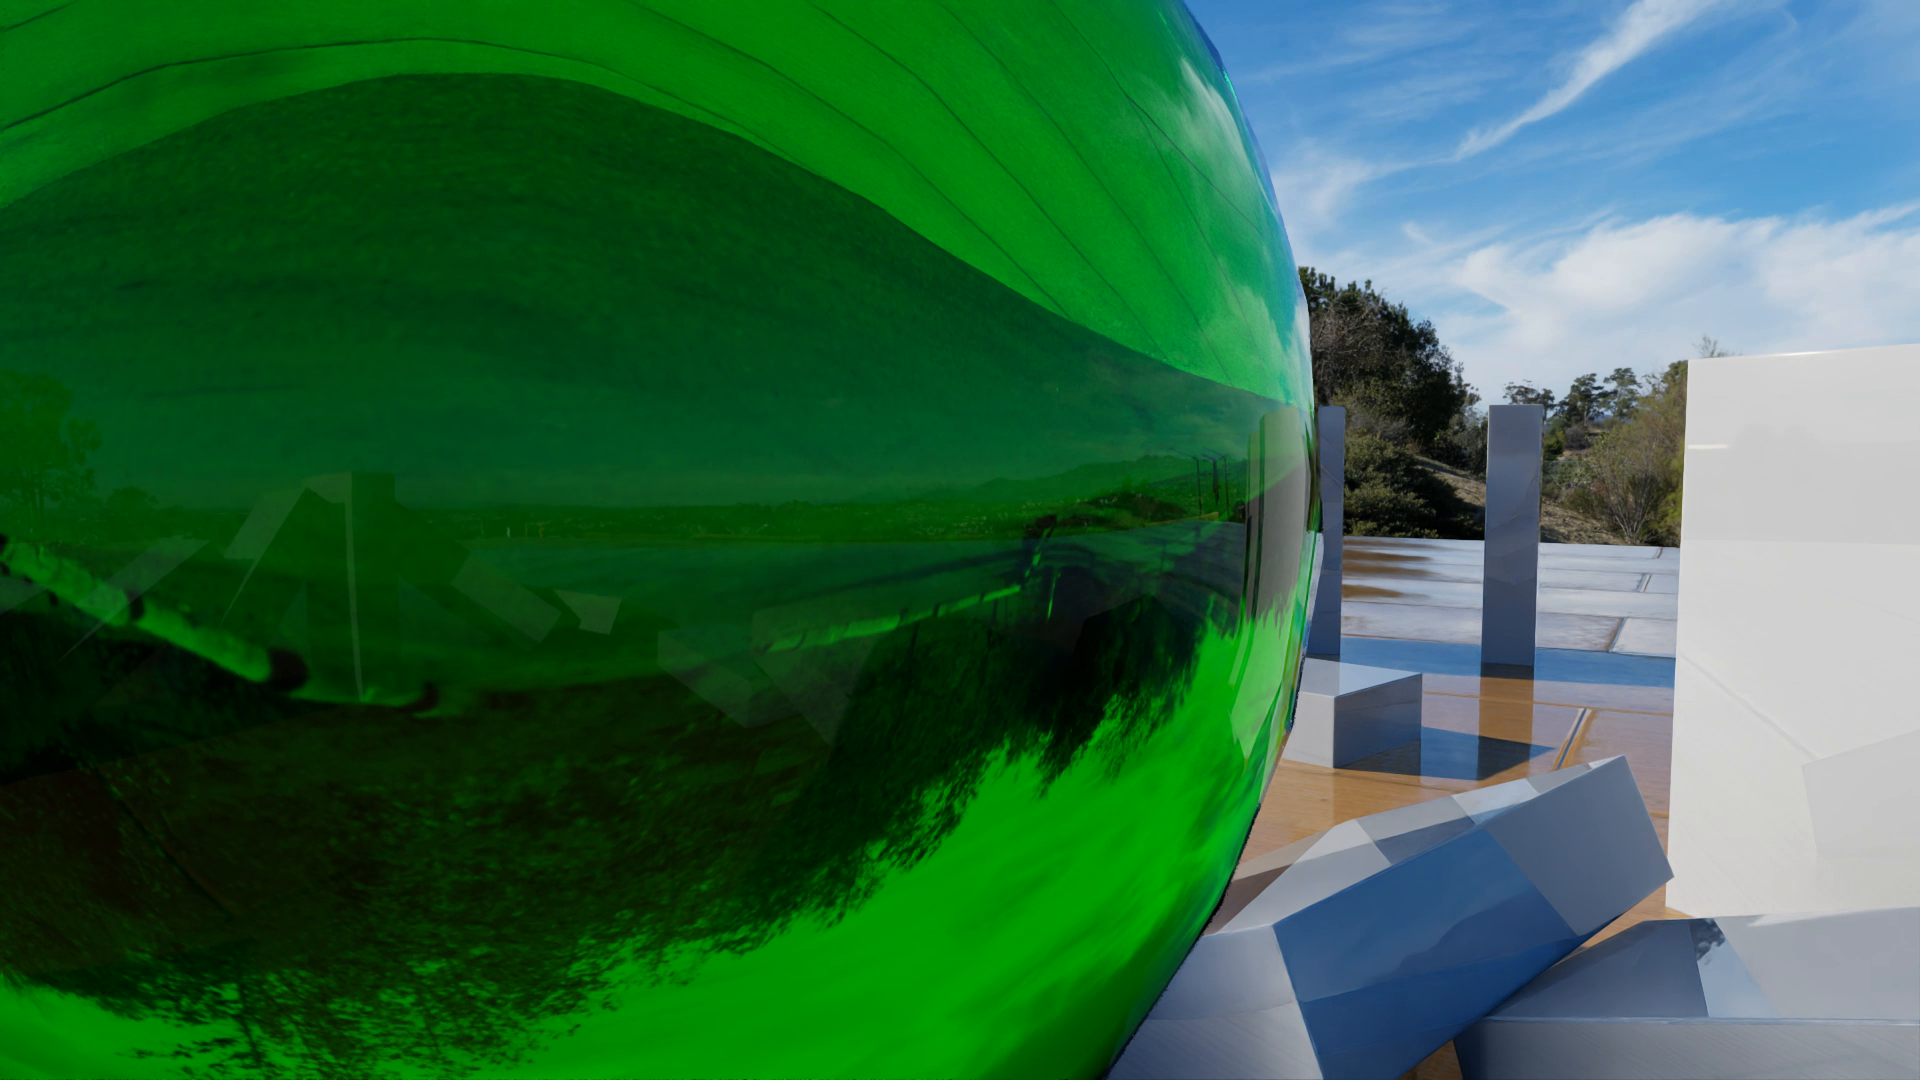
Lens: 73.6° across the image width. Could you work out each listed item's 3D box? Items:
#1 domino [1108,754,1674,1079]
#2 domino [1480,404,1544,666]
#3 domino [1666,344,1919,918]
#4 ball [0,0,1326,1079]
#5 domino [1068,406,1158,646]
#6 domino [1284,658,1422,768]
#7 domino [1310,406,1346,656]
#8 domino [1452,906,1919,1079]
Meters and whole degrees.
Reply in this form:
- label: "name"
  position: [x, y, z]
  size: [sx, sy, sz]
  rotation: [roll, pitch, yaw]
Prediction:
- label: "domino"
  position: [0.027, 0.027, 0.089]
  size: [0.050, 0.010, 0.025]
  rotation: [-4, -18, -44]
- label: "domino"
  position: [0.111, -0.002, 0.257]
  size: [0.010, 0.050, 0.025]
  rotation: [2, 5, 25]
- label: "domino"
  position: [0.074, 0.010, 0.106]
  size: [0.010, 0.050, 0.025]
  rotation: [-2, 5, -20]
- label: "ball"
  position: [-0.023, -0.002, 0.065]
  size: [0.080, 0.080, 0.080]
  rotation: [0, 4, 0]
- label: "domino"
  position: [0.032, -0.003, 0.270]
  size: [0.010, 0.050, 0.025]
  rotation: [-1, 4, -15]
- label: "domino"
  position: [0.040, 0.023, 0.195]
  size: [0.025, 0.010, 0.050]
  rotation: [-4, 6, -45]
- label: "domino"
  position: [0.075, -0.003, 0.270]
  size: [0.010, 0.050, 0.025]
  rotation: [1, 4, 13]
- label: "domino"
  position: [0.054, 0.025, 0.063]
  size: [0.025, 0.010, 0.050]
  rotation: [-3, -14, -38]
